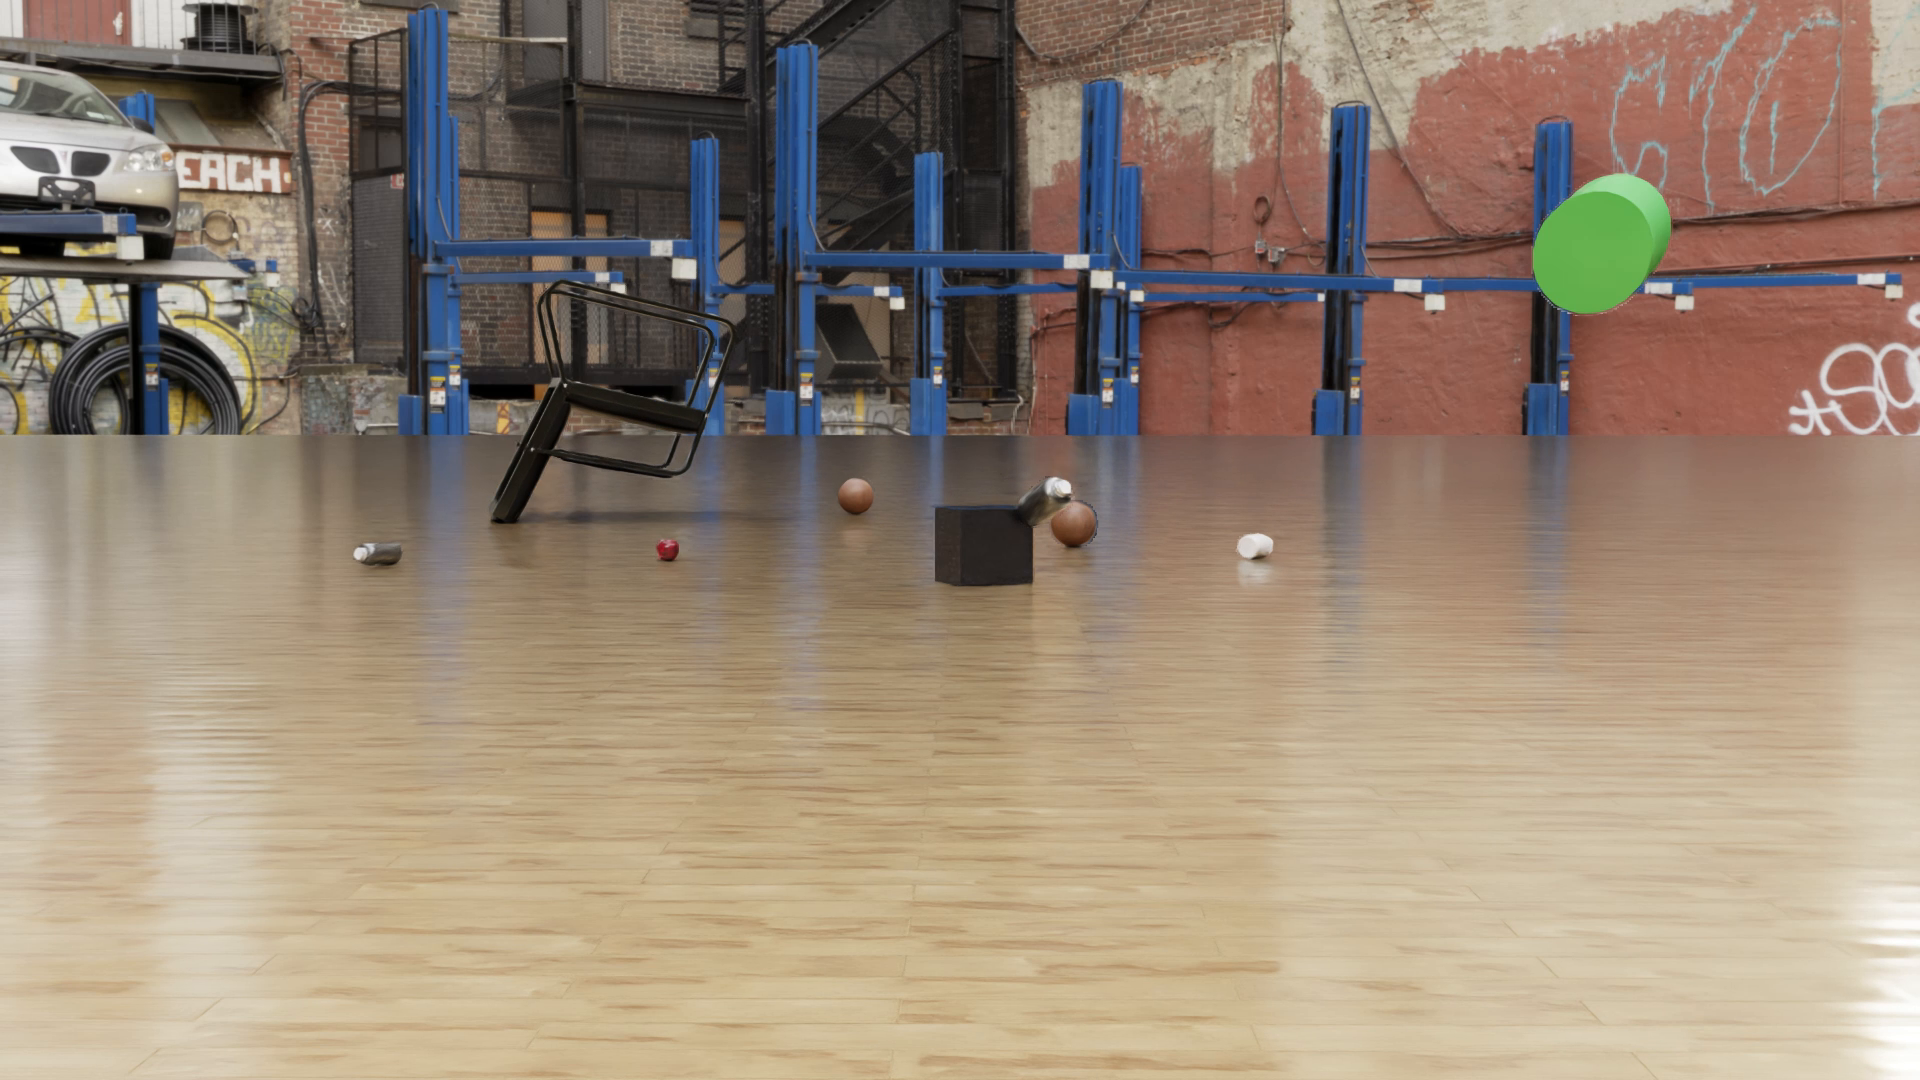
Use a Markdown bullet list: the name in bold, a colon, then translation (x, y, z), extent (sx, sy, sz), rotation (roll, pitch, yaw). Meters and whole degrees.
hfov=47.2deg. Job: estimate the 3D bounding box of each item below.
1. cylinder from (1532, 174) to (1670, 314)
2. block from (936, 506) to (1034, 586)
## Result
- **cylinder**: translation (1.471, -0.680, 5.038), extent (0.255, 0.290, 0.211), rotation (37, 32, 12)
- **block**: translation (0.055, 0.012, 5.103), extent (0.180, 0.175, 0.160), rotation (-2, 4, -21)
